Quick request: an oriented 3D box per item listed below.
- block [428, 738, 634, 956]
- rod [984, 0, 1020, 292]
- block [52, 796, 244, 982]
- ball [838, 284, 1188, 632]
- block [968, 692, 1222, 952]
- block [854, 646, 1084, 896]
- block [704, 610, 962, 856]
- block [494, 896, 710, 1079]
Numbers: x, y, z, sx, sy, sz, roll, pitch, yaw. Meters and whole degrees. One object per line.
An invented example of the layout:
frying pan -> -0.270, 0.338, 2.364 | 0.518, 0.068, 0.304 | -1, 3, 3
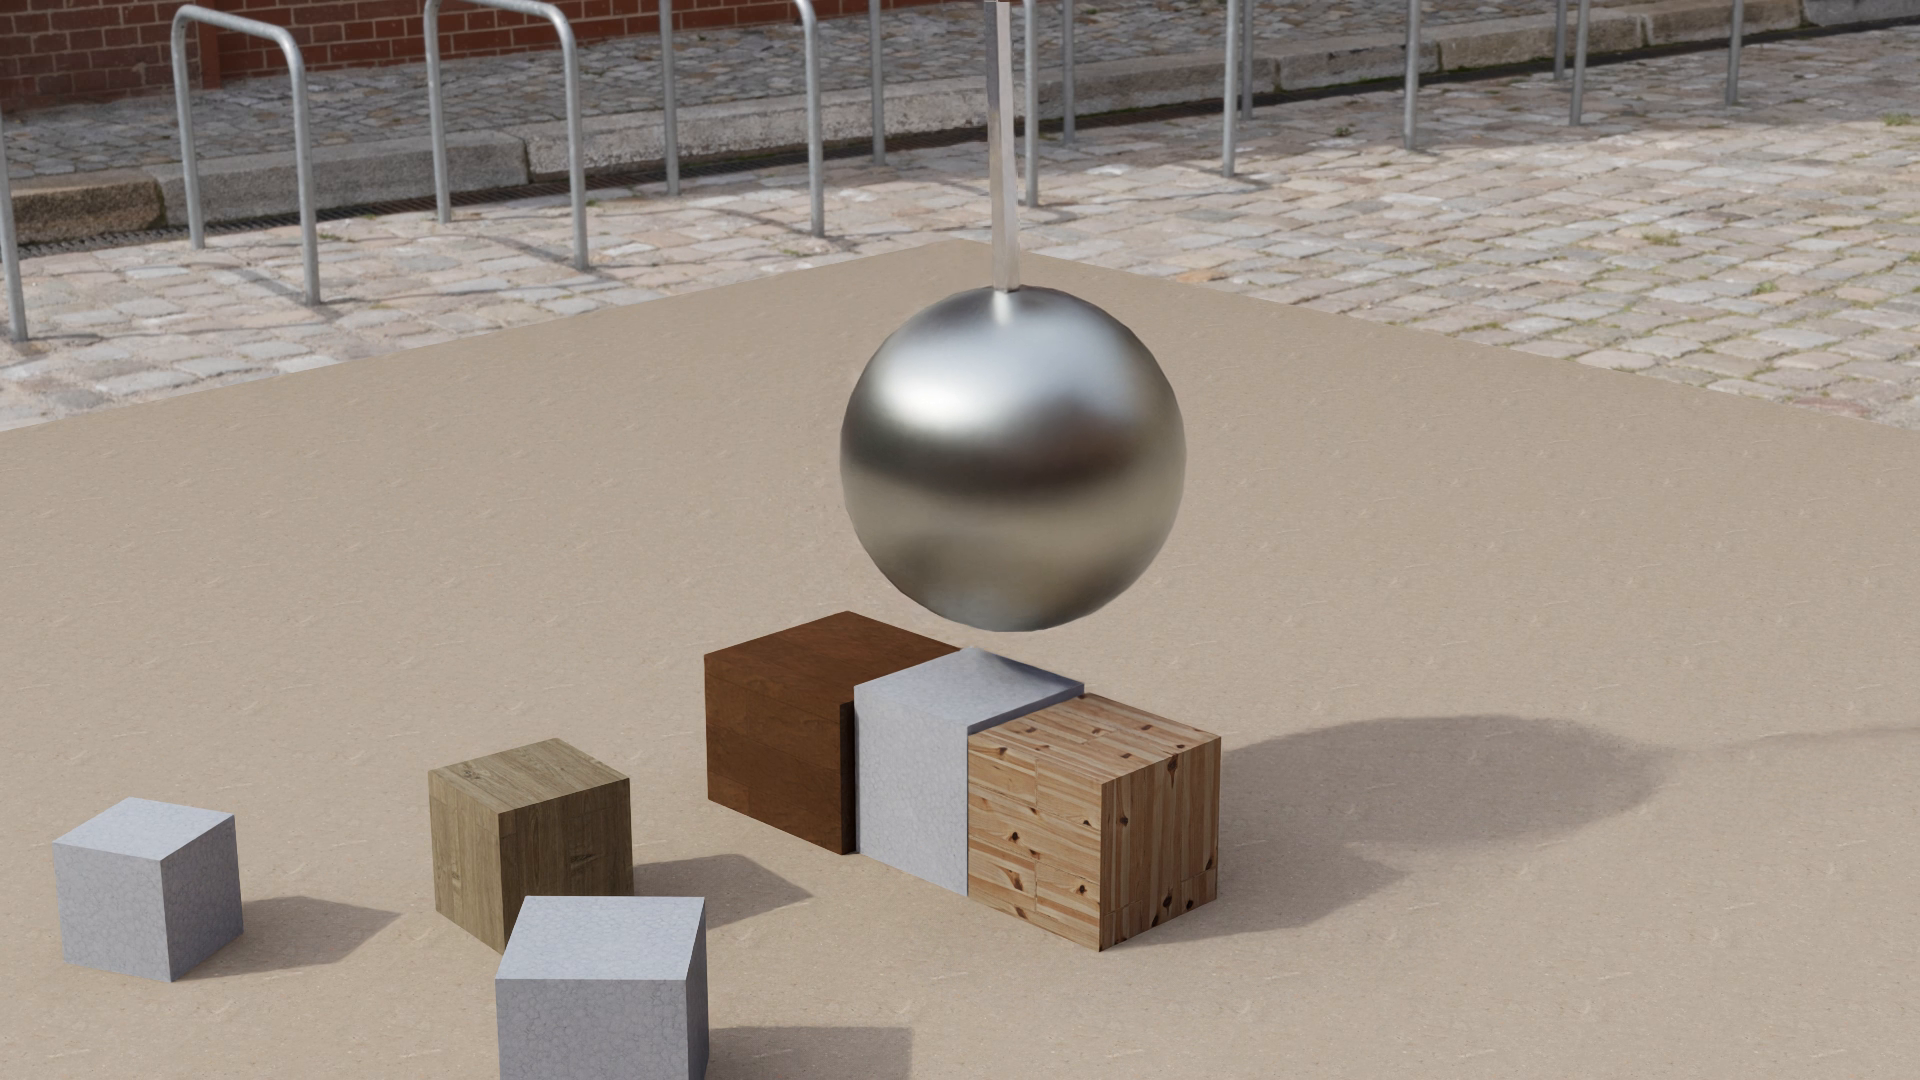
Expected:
block -> -1.891, 1.345, 12.948 | 0.655, 0.669, 0.616 | -13, 22, -36
rod -> 0.105, -3.573, 12.329 | 0.080, 5.200, 0.080 | 17, 27, 42
block -> -3.493, 1.500, 12.636 | 0.545, 0.561, 0.536 | 7, 19, 20
ball -> 0.242, -0.376, 13.478 | 1.600, 1.600, 1.600 | 0, 17, 0
block -> 0.597, 1.242, 13.089 | 0.786, 0.783, 0.795 | -17, 24, -42
block -> 0.044, 1.058, 13.604 | 0.728, 0.823, 0.771 | 17, 24, 42
block -> -0.559, 0.912, 14.193 | 0.938, 0.749, 0.964 | -17, 24, -42
block -> -1.366, 1.846, 11.326 | 0.709, 0.687, 0.737 | 0, 17, 1
